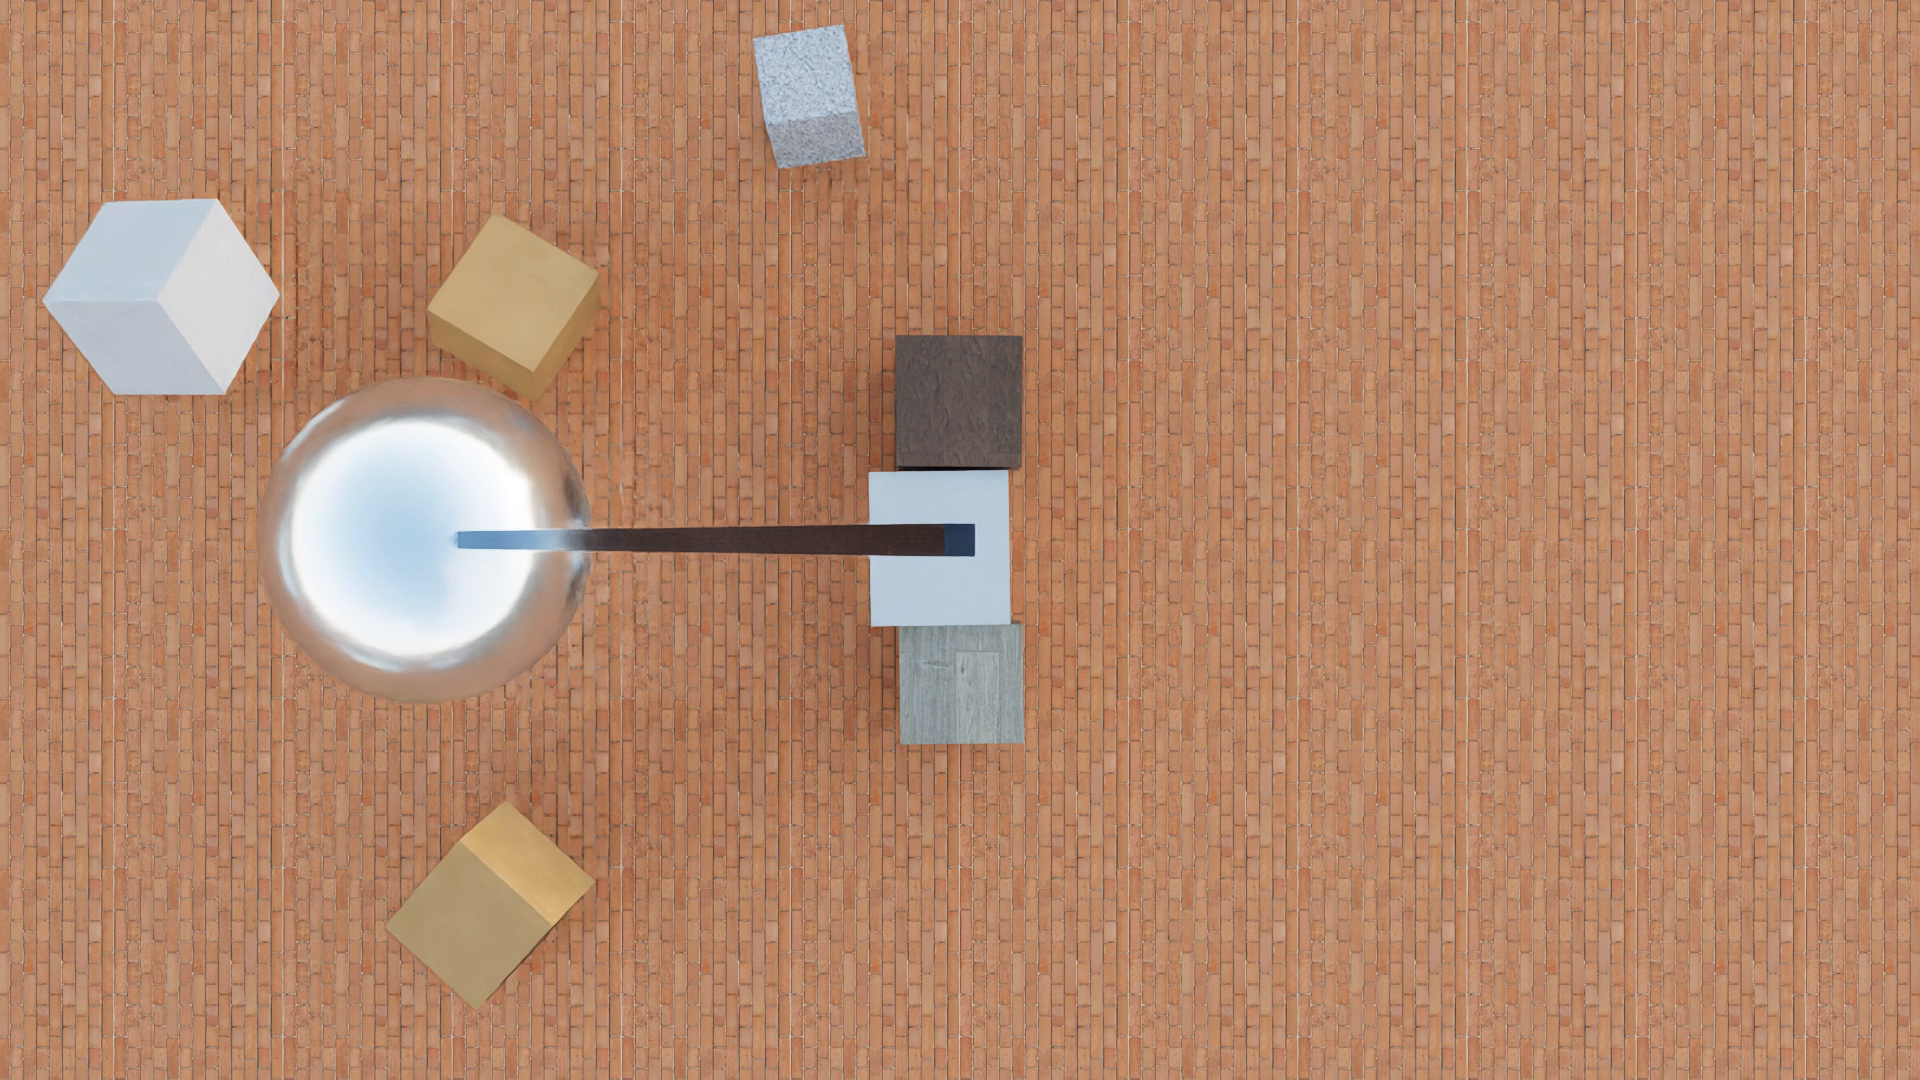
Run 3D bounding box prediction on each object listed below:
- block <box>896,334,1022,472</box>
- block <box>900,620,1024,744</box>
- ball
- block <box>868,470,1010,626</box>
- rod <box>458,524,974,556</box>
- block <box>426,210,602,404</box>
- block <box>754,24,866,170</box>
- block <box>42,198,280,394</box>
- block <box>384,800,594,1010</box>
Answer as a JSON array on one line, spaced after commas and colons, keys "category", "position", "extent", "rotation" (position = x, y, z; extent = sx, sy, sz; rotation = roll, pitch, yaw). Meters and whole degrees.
[{"category": "block", "position": [-0.005, -0.771, 12.596], "extent": [0.702, 0.808, 0.728], "rotation": [0, 90, 0]}, {"category": "block", "position": [0.008, 0.812, 12.679], "extent": [0.693, 0.642, 0.668], "rotation": [-1, 90, 0]}, {"category": "ball", "position": [-2.592, 0.000, 10.719], "extent": [1.600, 1.600, 1.600], "rotation": [0, 90, 0]}, {"category": "block", "position": [-0.113, 0.046, 12.612], "extent": [0.774, 0.776, 0.857], "rotation": [-1, 90, 0]}, {"category": "rod", "position": [-1.123, 0.000, 7.652], "extent": [0.080, 5.200, 0.080], "rotation": [0, 90, -26]}, {"category": "block", "position": [-2.548, -1.327, 12.625], "extent": [0.694, 0.568, 0.701], "rotation": [31, 73, 0]}, {"category": "block", "position": [-0.860, -2.539, 12.636], "extent": [0.516, 0.614, 0.536], "rotation": [-9, 76, 0]}, {"category": "block", "position": [-4.473, -1.364, 12.372], "extent": [0.751, 0.749, 0.783], "rotation": [1, 52, 19]}, {"category": "block", "position": [-2.680, 2.083, 12.582], "extent": [0.704, 0.631, 0.746], "rotation": [42, 109, 0]}]
